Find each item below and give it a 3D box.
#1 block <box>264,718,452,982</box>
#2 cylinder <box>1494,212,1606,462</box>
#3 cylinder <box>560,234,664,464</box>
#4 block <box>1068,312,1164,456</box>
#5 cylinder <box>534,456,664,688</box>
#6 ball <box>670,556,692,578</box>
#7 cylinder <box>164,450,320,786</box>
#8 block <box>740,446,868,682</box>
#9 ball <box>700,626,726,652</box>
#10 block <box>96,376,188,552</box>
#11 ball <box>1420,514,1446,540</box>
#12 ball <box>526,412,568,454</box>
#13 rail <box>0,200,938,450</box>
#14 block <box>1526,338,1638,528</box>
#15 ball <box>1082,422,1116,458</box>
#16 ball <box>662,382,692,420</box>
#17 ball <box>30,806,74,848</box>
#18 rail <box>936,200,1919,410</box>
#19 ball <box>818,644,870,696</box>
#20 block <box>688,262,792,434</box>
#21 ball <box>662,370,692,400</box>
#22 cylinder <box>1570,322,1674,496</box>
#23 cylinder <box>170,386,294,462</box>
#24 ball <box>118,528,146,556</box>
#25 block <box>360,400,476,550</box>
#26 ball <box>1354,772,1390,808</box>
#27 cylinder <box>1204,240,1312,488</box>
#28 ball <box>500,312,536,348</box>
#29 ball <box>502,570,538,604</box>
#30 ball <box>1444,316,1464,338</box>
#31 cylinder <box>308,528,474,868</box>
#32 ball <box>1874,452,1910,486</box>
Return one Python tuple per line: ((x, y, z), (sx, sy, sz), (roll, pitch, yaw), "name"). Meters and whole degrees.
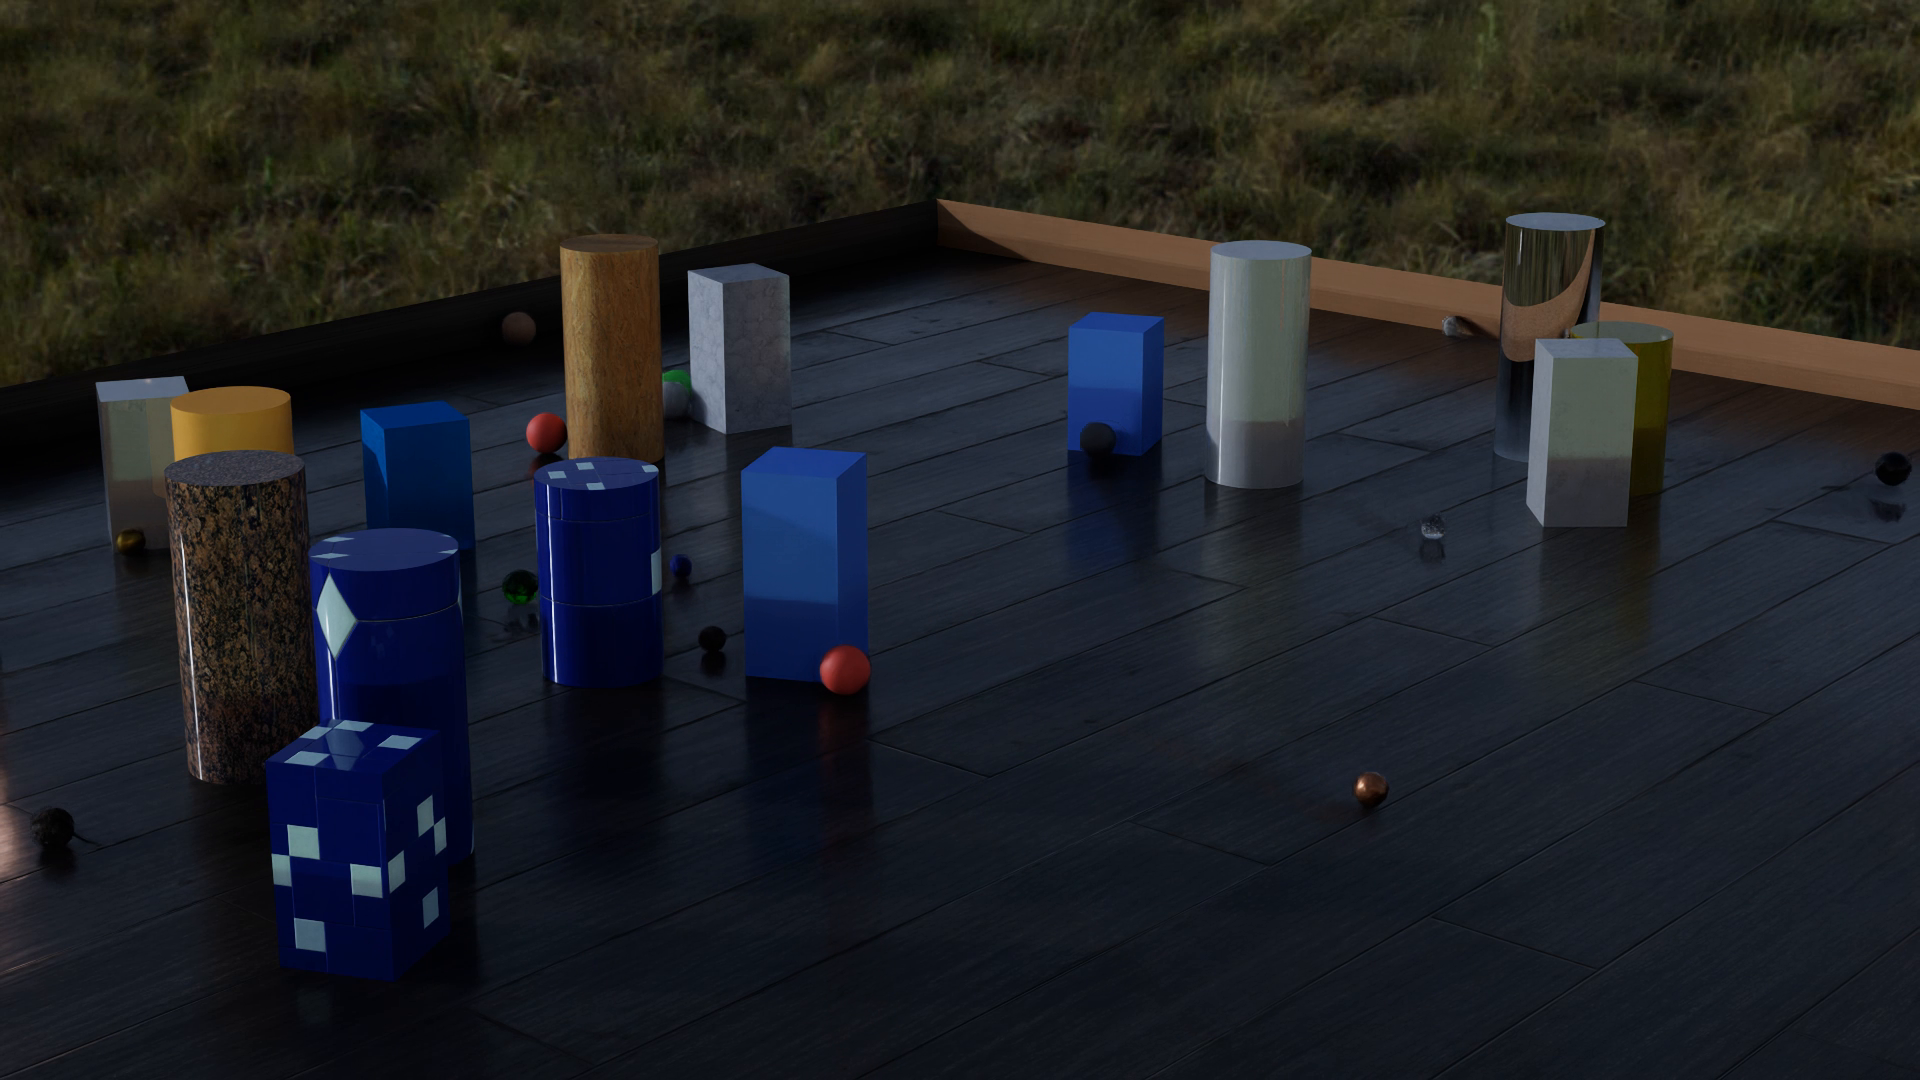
((-0.755, 0.388, 3.689), (0.158, 0.275, 0.158), (5, 17, 16), "block")
((1.203, -0.413, 5.991), (0.198, 0.481, 0.198), (0, 17, 0), "cylinder")
((-0.707, -0.386, 5.966), (0.198, 0.443, 0.198), (0, 17, 0), "cylinder")
((0.324, -0.325, 6.084), (0.158, 0.259, 0.158), (6, 18, 19), "block")
((-0.579, 0.051, 4.714), (0.198, 0.329, 0.198), (0, 17, 0), "cylinder")
((-0.497, 0.048, 5.224), (0.040, 0.040, 0.040), (0, 17, 0), "ball")
((-1.047, 0.112, 4.297), (0.198, 0.453, 0.198), (0, 17, 0), "cylinder")
((-0.248, 0.039, 4.731), (0.158, 0.342, 0.158), (5, 17, 15), "block")
((-0.407, 0.163, 4.839), (0.043, 0.043, 0.043), (0, 17, 0), "ball")
((-1.503, -0.142, 5.431), (0.158, 0.284, 0.158), (-6, 18, -18), "block")
((0.881, -0.025, 5.453), (0.048, 0.048, 0.048), (0, 17, 0), "ball")
((-0.851, -0.220, 6.036), (0.084, 0.084, 0.084), (0, 17, 0), "ball")
((-1.597, -0.368, 6.447), (0.045, 0.129, 4.727), (14, 22, 39), "rail")
((1.179, -0.204, 5.563), (0.158, 0.328, 0.158), (0, 17, -1), "block")
((0.285, -0.204, 6.006), (0.073, 0.073, 0.073), (0, 17, 0), "ball")
((-0.620, -0.300, 6.305), (0.083, 0.083, 0.083), (0, 17, 0), "ball")
((-1.250, 0.396, 4.038), (0.057, 0.057, 0.057), (0, 17, 0), "ball")
((1.534, -0.477, 6.811), (4.277, 0.129, 0.045), (14, 22, 39), "rail")
((-0.183, 0.205, 4.634), (0.081, 0.081, 0.081), (0, 17, 0), "ball")
((-0.469, -0.410, 6.251), (0.158, 0.324, 0.158), (-10, 20, -31), "block")
((-0.622, -0.328, 6.396), (0.085, 0.085, 0.085), (0, 17, 0), "ball")
((1.298, -0.261, 5.790), (0.198, 0.306, 0.198), (0, 17, 0), "cylinder")
((-1.235, -0.061, 5.020), (0.198, 0.367, 0.198), (0, 17, 0), "cylinder")
((-1.514, 0.004, 5.356), (0.049, 0.049, 0.049), (0, 17, 0), "ball")
((-0.999, -0.113, 5.403), (0.158, 0.245, 0.158), (-8, 19, -25), "block")
((0.587, 0.356, 4.184), (0.051, 0.051, 0.051), (0, 17, 0), "ball")
((0.590, -0.349, 5.816), (0.198, 0.459, 0.198), (0, 17, 0), "cylinder")
((-1.051, -0.500, 6.968), (0.084, 0.084, 0.084), (0, 17, 0), "ball")
((-0.761, 0.081, 5.078), (0.061, 0.061, 0.061), (0, 17, 0), "ball")
((1.191, -0.514, 7.072), (0.050, 0.050, 0.050), (0, 17, 0), "ball")
((-0.769, 0.219, 3.974), (0.198, 0.433, 0.198), (0, 17, 0), "cylinder")
((1.847, -0.142, 5.807), (0.068, 0.068, 0.068), (0, 17, 0), "ball")
